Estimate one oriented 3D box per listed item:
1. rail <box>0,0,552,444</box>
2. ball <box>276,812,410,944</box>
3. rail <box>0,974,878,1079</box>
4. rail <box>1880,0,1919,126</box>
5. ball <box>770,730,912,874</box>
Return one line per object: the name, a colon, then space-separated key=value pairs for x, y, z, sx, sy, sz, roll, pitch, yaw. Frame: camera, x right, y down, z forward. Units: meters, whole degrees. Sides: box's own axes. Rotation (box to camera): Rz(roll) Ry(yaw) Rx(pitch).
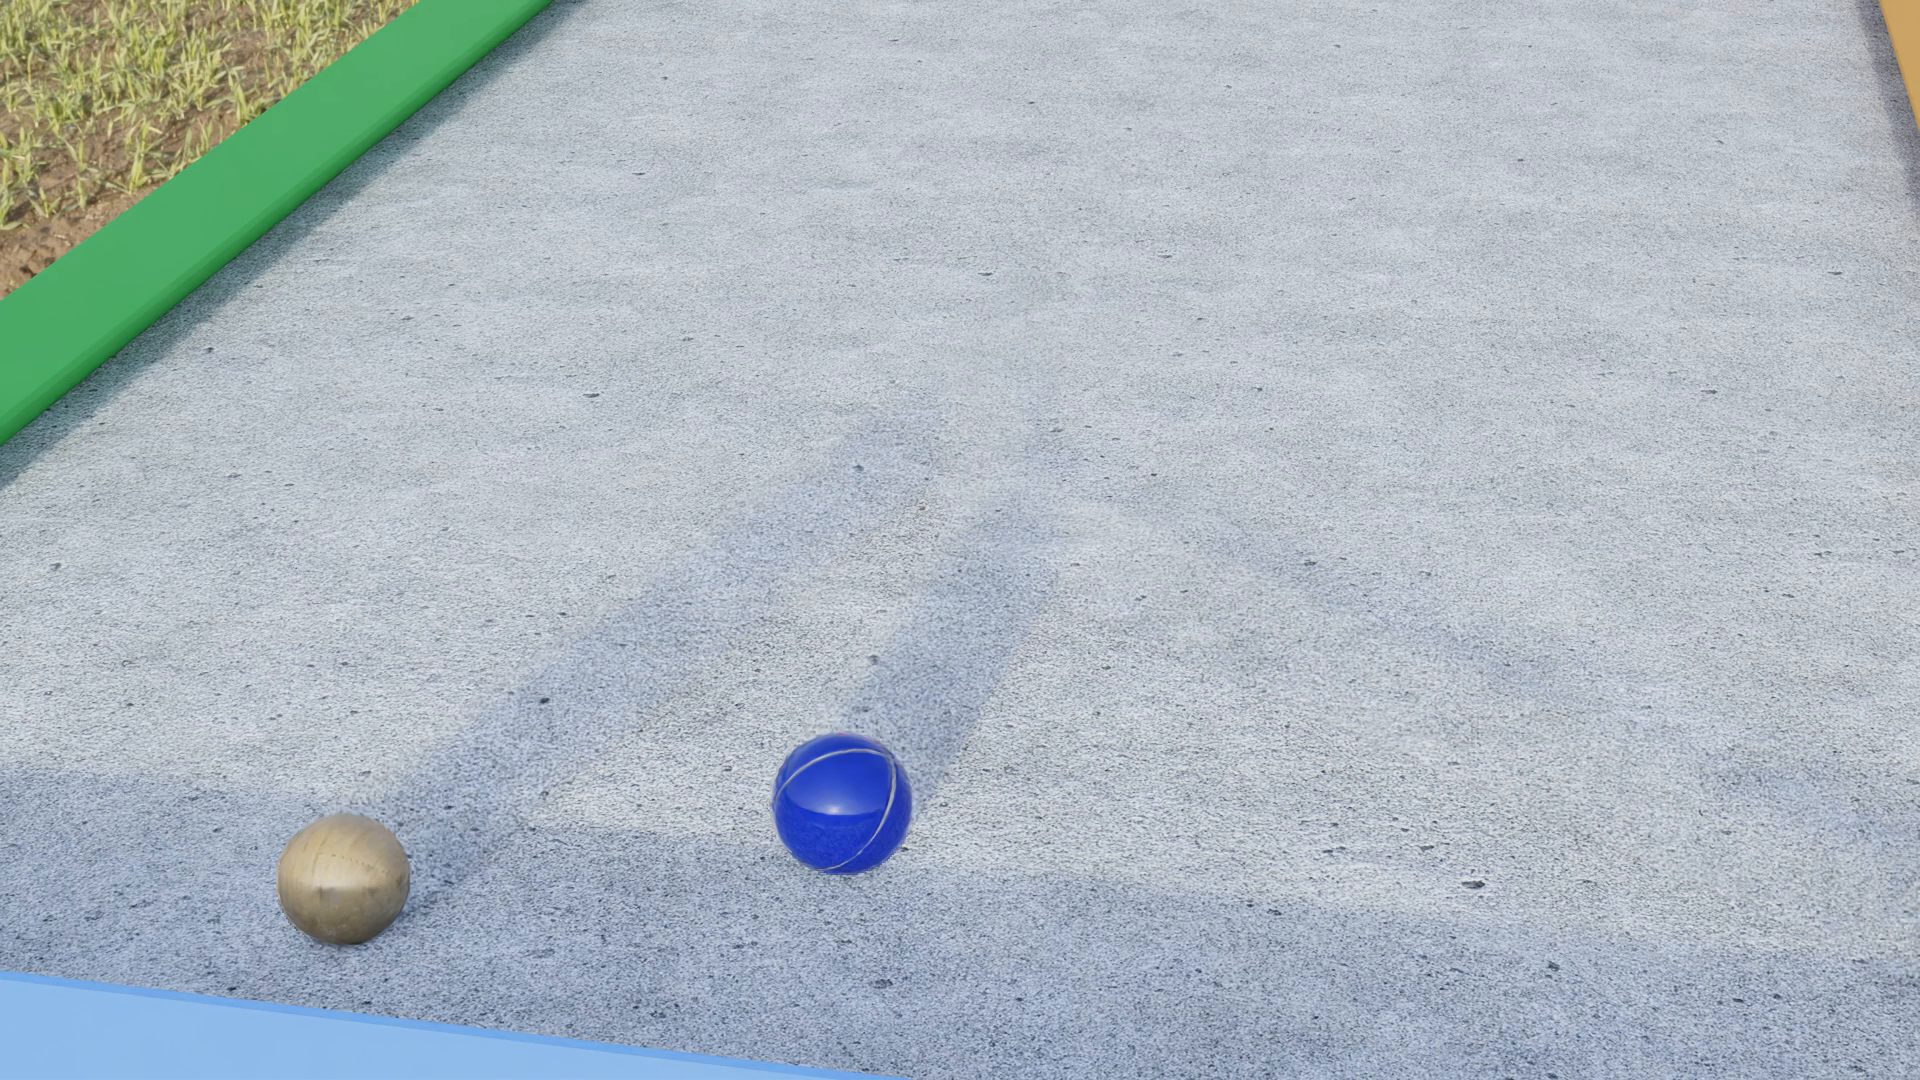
rail: x=-0.559 y=-0.353 z=2.609 sx=0.045 sy=0.100 sz=2.680 roll=5 pitch=26 yaw=10
ball: x=-0.320 y=0.176 z=1.529 sx=0.068 sy=0.068 sz=0.068 roll=0 pitch=25 yaw=0
rail: x=-0.127 y=0.258 z=1.317 sx=1.456 sy=0.100 sz=0.045 roll=5 pitch=26 yaw=10
rail: x=0.822 y=-0.235 z=2.358 sx=0.045 sy=0.100 sz=2.680 roll=5 pitch=26 yaw=10
ball: x=-0.064 y=0.142 z=1.591 sx=0.077 sy=0.077 sz=0.077 roll=0 pitch=25 yaw=0
